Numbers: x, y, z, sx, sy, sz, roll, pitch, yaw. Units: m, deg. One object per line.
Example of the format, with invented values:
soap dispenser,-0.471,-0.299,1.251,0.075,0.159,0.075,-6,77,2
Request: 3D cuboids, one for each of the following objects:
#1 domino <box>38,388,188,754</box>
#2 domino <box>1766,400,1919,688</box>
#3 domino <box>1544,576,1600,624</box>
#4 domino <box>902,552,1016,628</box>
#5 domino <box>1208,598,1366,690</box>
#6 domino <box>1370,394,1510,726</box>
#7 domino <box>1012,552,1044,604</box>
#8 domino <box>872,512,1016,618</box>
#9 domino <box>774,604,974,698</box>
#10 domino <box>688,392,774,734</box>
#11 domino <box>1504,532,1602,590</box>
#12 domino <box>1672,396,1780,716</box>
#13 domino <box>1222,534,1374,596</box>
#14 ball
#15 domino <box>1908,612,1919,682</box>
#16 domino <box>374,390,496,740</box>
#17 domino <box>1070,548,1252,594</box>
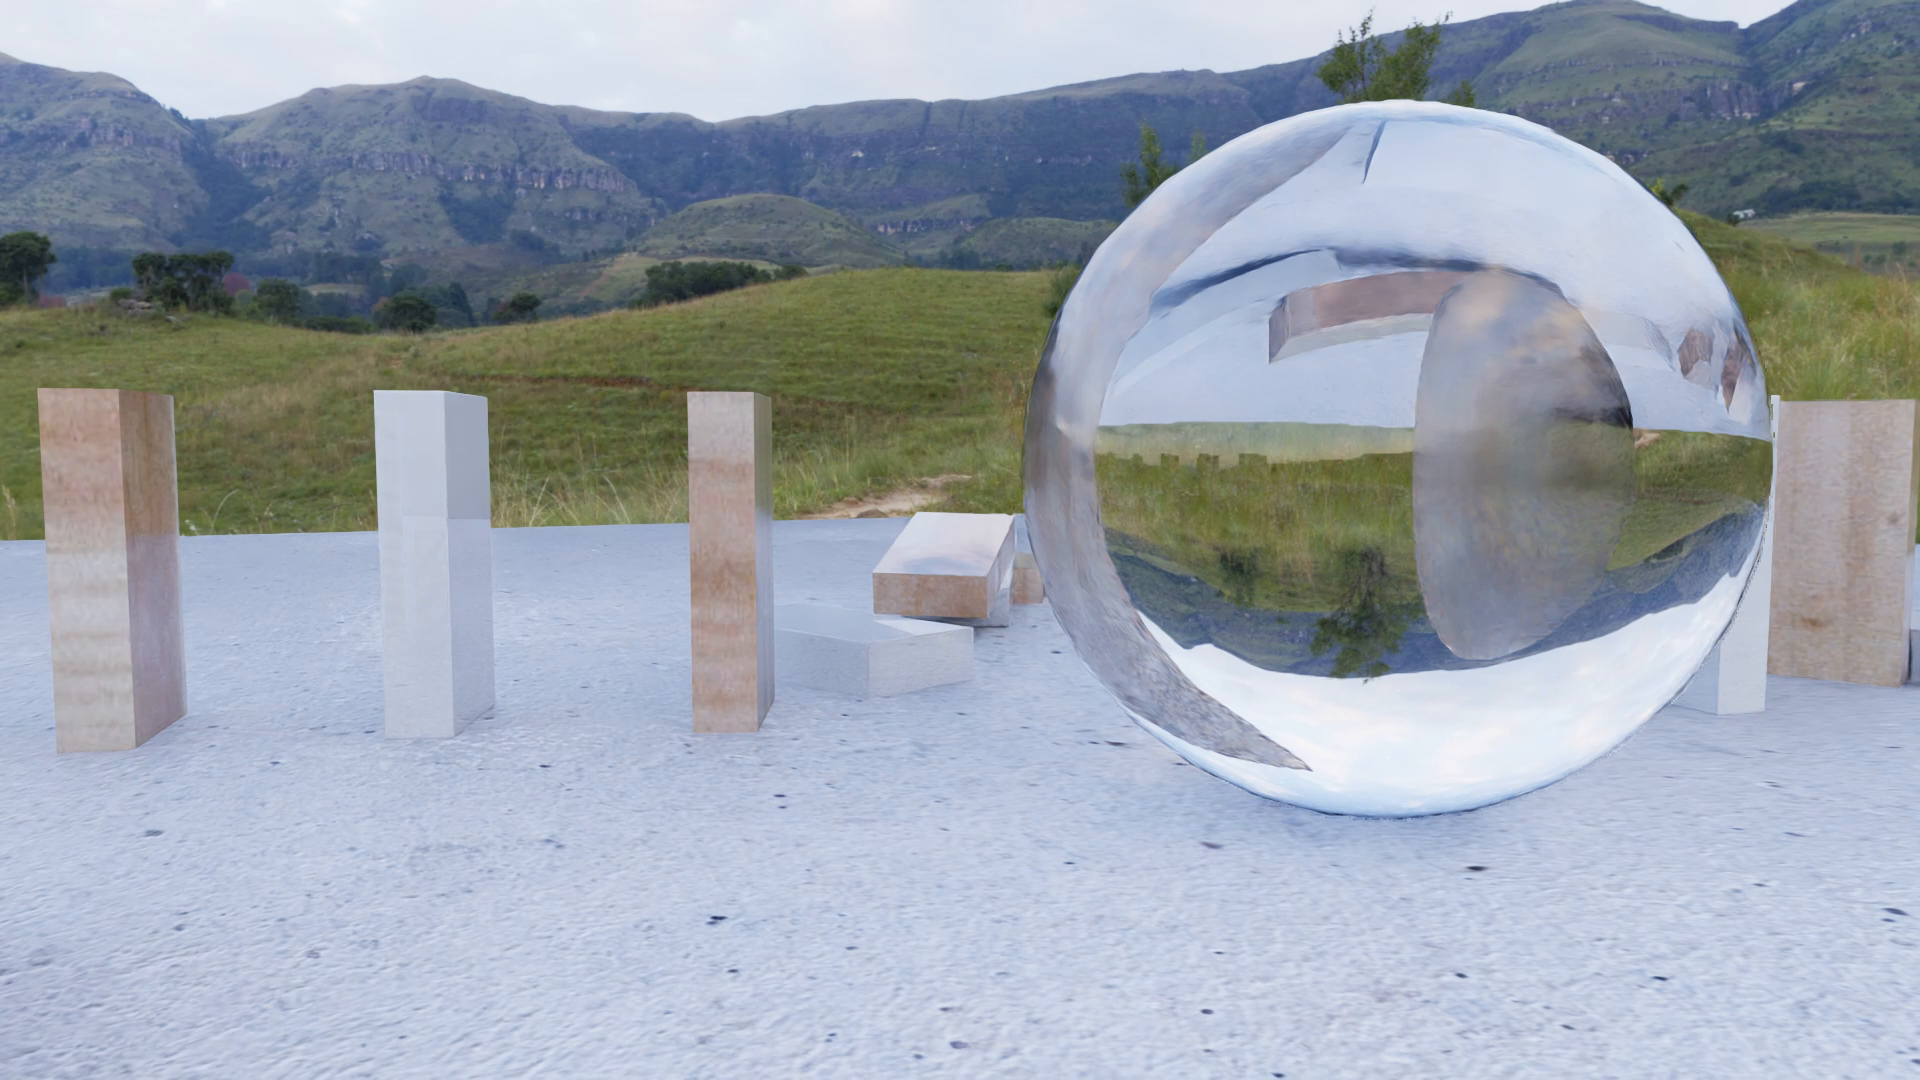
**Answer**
domino,-0.123,0.003,0.188,0.009,0.050,0.025,-1,4,-17
domino,0.158,0.000,0.234,0.025,0.050,0.009,4,6,44
domino,0.165,0.011,0.294,0.025,0.009,0.050,-4,-7,-40
domino,0.001,0.009,0.321,0.025,0.009,0.050,0,16,4
domino,0.065,0.019,0.250,0.025,0.010,0.050,2,5,20
domino,0.076,0.002,0.205,0.010,0.050,0.025,0,4,-6
domino,0.012,0.010,0.366,0.025,0.009,0.050,0,4,5
domino,-0.003,0.005,0.300,0.025,0.010,0.050,2,17,9
domino,-0.024,0.020,0.240,0.050,0.010,0.025,4,6,45
domino,-0.035,0.003,0.200,0.009,0.050,0.025,0,4,-2
domino,0.138,0.008,0.330,0.050,0.010,0.025,-13,-5,38
domino,0.120,0.002,0.213,0.009,0.050,0.025,-1,4,-17
domino,0.101,0.006,0.356,0.050,0.009,0.025,-12,-2,30
ball,0.047,-0.009,0.148,0.080,0.080,0.080,0,4,0
domino,0.177,0.019,0.247,0.025,0.010,0.050,-2,5,-21
domino,-0.079,0.003,0.196,0.009,0.050,0.025,-1,4,-7
domino,0.061,0.009,0.386,0.050,0.009,0.025,-3,5,-33
